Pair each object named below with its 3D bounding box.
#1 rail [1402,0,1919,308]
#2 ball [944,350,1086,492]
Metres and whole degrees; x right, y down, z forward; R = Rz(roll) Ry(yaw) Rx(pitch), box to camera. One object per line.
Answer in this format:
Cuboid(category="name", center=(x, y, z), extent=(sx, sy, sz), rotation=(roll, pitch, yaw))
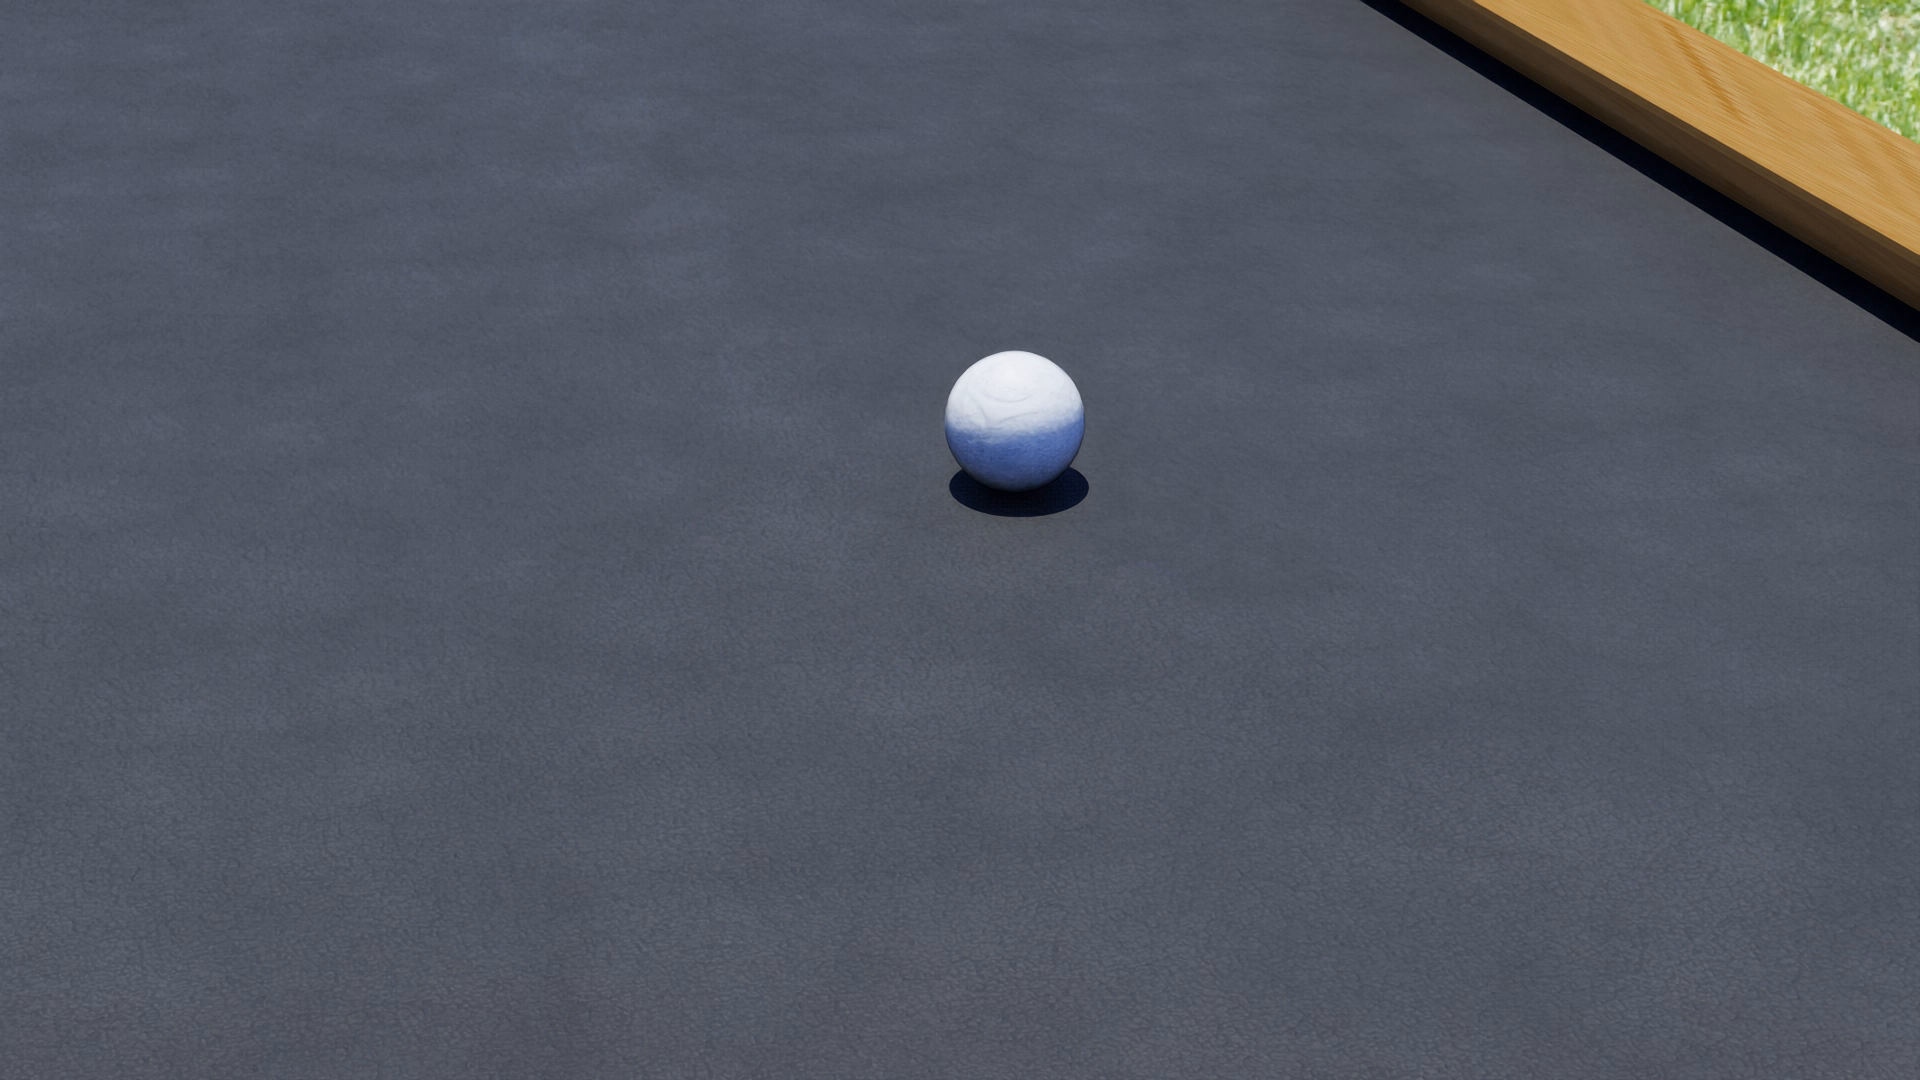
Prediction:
Cuboid(category="rail", center=(0.560, -0.503, 2.876), extent=(0.045, 0.130, 3.293), rotation=(-9, 28, -17))
Cuboid(category="ball", center=(0.039, -0.084, 2.075), extent=(0.100, 0.100, 0.100), rotation=(0, 27, 0))
